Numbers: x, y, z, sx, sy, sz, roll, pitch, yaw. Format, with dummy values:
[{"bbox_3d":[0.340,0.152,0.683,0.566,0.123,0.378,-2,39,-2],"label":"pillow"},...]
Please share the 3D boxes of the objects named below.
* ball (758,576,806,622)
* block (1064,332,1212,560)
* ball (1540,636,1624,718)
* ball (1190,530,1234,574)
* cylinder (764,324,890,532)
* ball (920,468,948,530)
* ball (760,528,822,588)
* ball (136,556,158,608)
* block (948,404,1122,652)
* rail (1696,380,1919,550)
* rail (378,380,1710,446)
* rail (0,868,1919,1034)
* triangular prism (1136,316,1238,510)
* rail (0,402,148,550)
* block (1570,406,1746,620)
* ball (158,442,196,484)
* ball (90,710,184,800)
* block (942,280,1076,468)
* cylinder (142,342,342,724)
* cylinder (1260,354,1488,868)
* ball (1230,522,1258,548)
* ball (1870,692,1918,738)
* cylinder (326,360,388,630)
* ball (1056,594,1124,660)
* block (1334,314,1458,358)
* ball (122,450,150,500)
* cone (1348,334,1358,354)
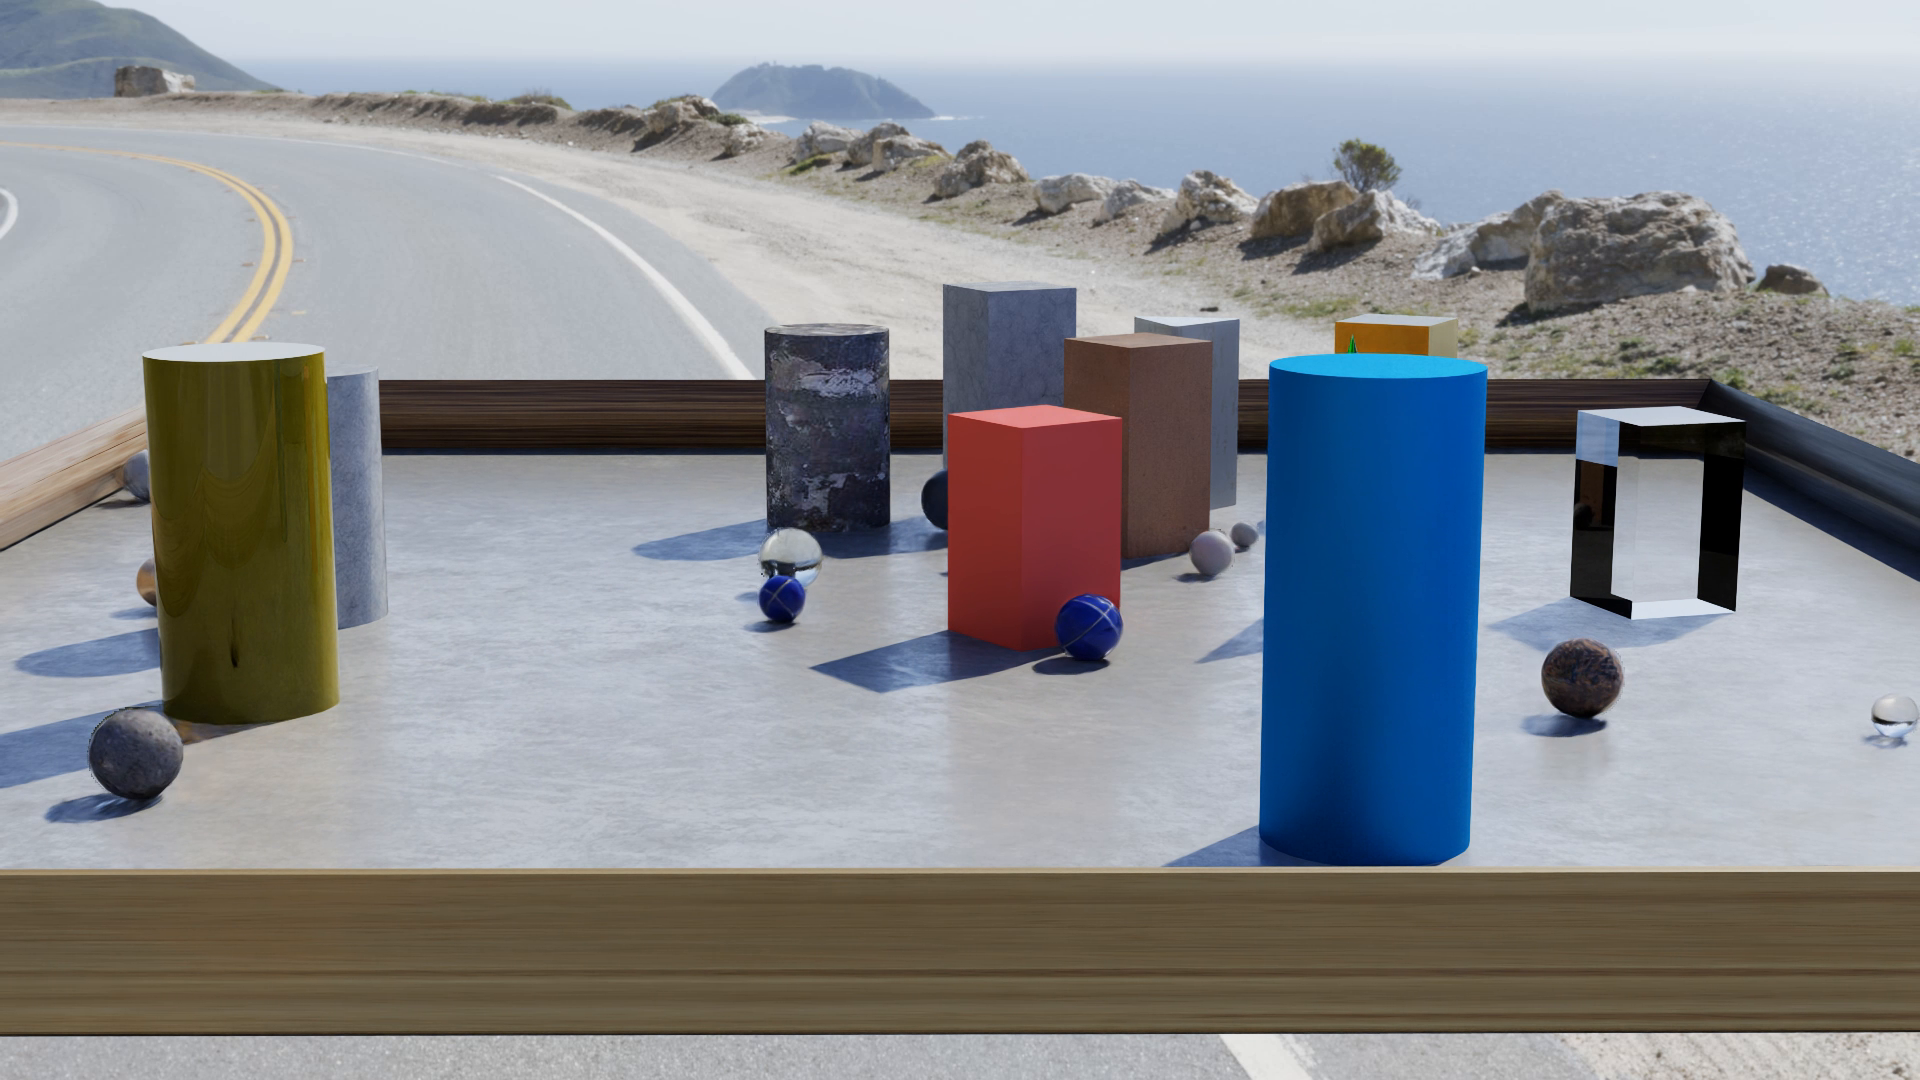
[{"bbox_3d":[-0.235,0.078,3.396,0.063,0.063,0.063,0,10,0],"label":"ball"},{"bbox_3d":[0.270,-0.147,3.915,0.160,0.317,0.160,-7,13,-34],"label":"block"},{"bbox_3d":[0.703,0.155,2.902,0.091,0.091,0.091,0,10,0],"label":"ball"},{"bbox_3d":[0.364,0.018,3.717,0.064,0.064,0.064,0,10,0],"label":"ball"},{"bbox_3d":[-0.213,-0.183,4.125,0.200,0.312,0.200,0,10,0],"label":"cylinder"},{"bbox_3d":[-0.012,-0.065,4.067,0.100,0.100,0.100,0,10,0],"label":"ball"},{"bbox_3d":[-0.237,0.027,3.602,0.088,0.088,0.088,0,10,0],"label":"ball"},{"bbox_3d":[-1.079,0.056,3.483,0.074,0.074,0.074,0,10,0],"label":"ball"},{"bbox_3d":[0.095,-0.019,3.313,0.160,0.284,0.160,-7,13,-35],"label":"block"},{"bbox_3d":[1.436,0.032,3.457,0.045,0.130,3.065,0,10,0],"label":"rail"},{"bbox_3d":[-0.009,-0.241,4.932,2.920,0.130,0.045,0,10,0],"label":"rail"},{"bbox_3d":[0.009,0.308,1.965,2.920,0.130,0.045,0,10,0],"label":"rail"},{"bbox_3d":[0.350,-0.212,4.275,0.150,0.313,0.173,9,14,41],"label":"triangular prism"},{"bbox_3d":[-1.436,0.035,3.441,0.045,0.130,3.065,0,10,0],"label":"rail"},{"bbox_3d":[0.948,-0.040,3.493,0.160,0.260,0.160,-3,11,-17],"label":"block"},{"bbox_3d":[-1.385,-0.136,4.528,0.073,0.073,0.073,0,10,0],"label":"ball"},{"bbox_3d":[-0.827,0.215,2.579,0.090,0.090,0.090,0,10,0],"label":"ball"},{"bbox_3d":[0.080,-0.227,4.187,0.160,0.375,0.160,-5,12,-27],"label":"block"},{"bbox_3d":[-0.819,-0.012,2.934,0.200,0.408,0.200,0,10,0],"label":"cylinder"},{"bbox_3d":[0.387,0.061,2.416,0.200,0.453,0.200,0,10,0],"label":"cylinder"},{"bbox_3d":[0.434,-0.008,3.921,0.042,0.042,0.042,0,10,0],"label":"ball"},{"bbox_3d":[1.025,0.192,2.815,0.050,0.050,0.050,0,10,0],"label":"ball"},{"bbox_3d":[-0.869,-0.062,3.412,0.200,0.332,0.200,0,10,0],"label":"cylinder"},{"bbox_3d":[0.161,0.108,3.178,0.083,0.083,0.083,0,10,0],"label":"ball"},{"bbox_3d":[0.727,-0.213,4.289,0.160,0.311,0.160,5,12,27],"label":"block"},{"bbox_3d":[-1.375,-0.110,4.353,0.086,0.086,0.086,0,10,0],"label":"ball"},{"bbox_3d":[0.517,-0.085,3.411,0.200,0.379,0.200,0,10,0],"label":"cone"}]
